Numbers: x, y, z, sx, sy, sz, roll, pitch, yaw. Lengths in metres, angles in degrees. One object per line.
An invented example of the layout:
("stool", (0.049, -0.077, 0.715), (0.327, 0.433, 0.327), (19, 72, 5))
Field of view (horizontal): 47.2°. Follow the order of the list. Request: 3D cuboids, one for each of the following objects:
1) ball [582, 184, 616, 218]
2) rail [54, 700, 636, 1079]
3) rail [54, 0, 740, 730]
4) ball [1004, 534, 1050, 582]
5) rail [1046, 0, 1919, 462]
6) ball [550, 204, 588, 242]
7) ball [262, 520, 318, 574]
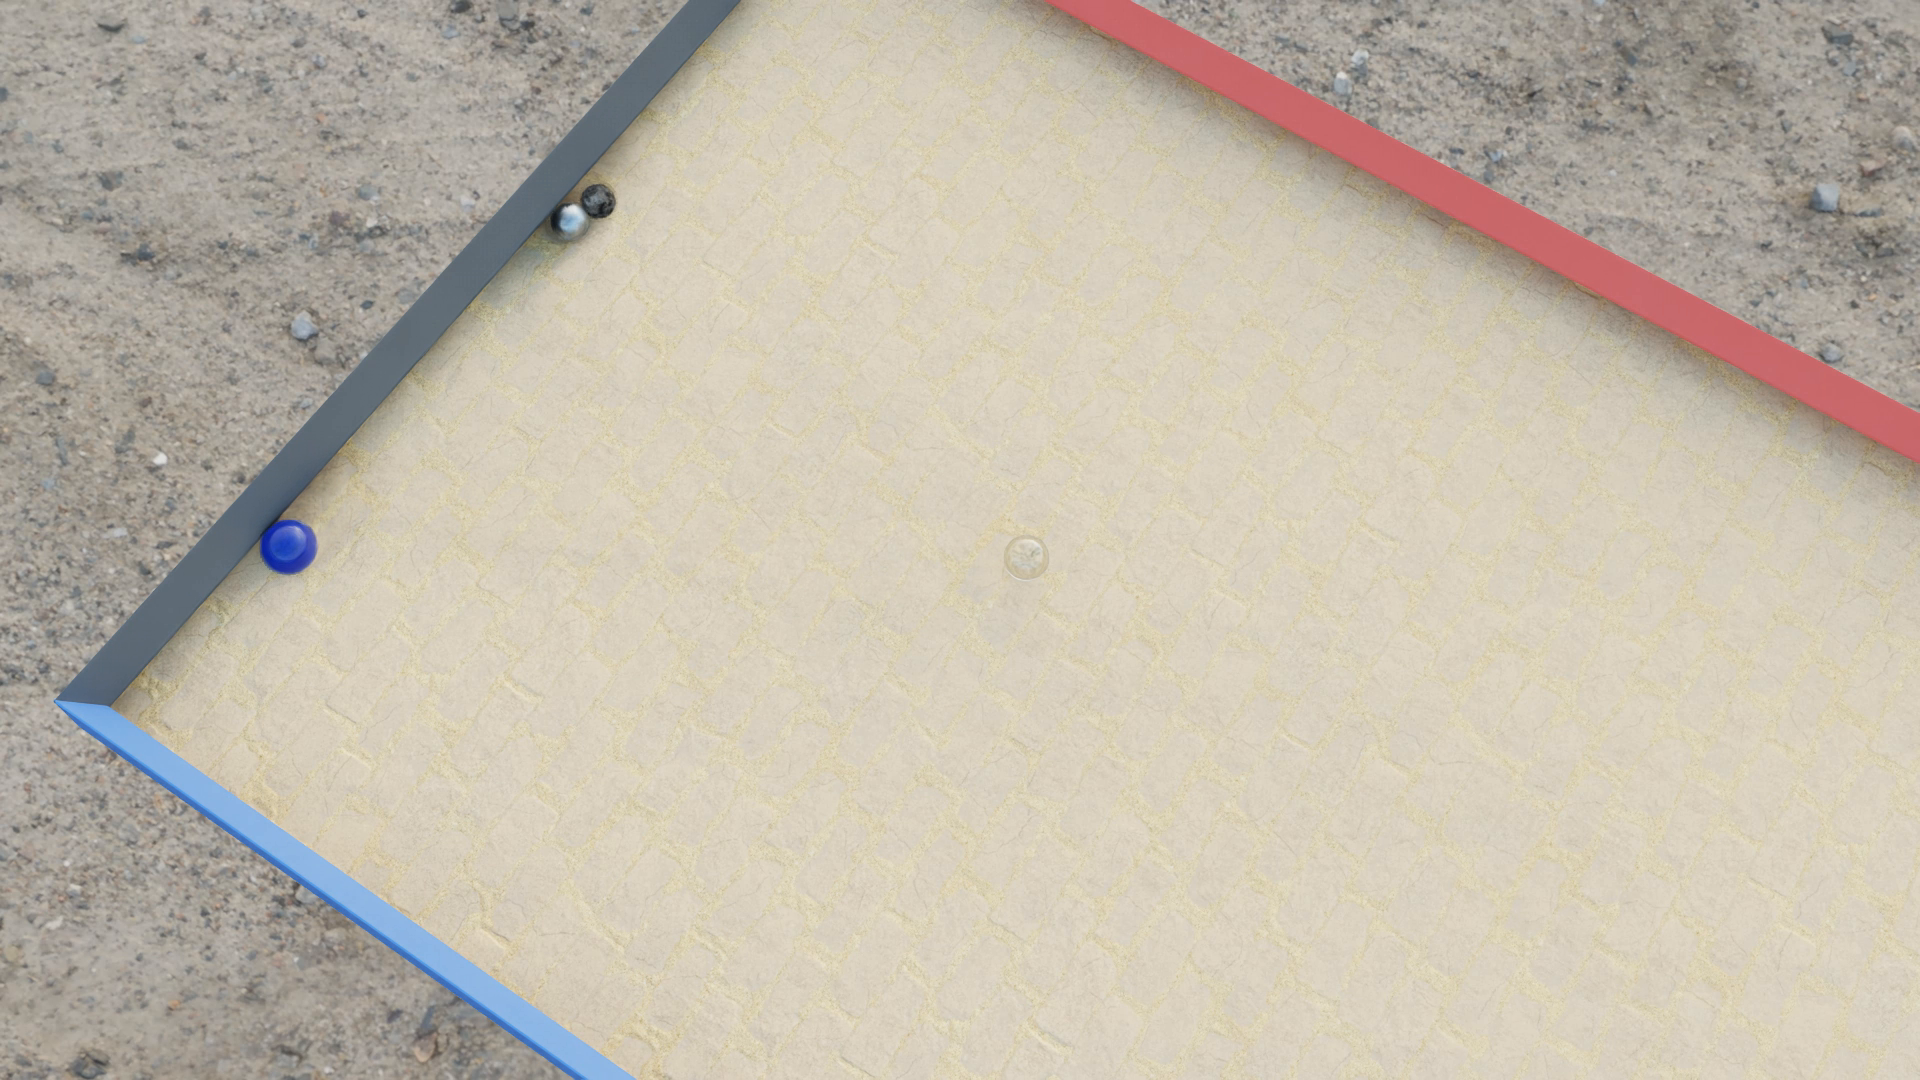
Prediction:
("ball", (-0.636, -0.596, 3.868), (0.060, 0.060, 0.060), (0, 65, 0))
("rail", (0.255, 1.243, 2.964), (3.933, 0.115, 0.045), (31, 68, 14))
("rail", (-0.797, -0.492, 3.787), (0.045, 0.115, 2.066), (31, 68, 14))
("ball", (0.108, 0.029, 3.563), (0.076, 0.076, 0.076), (0, 65, 0))
("rail", (1.379, -0.272, 3.683), (3.933, 0.115, 0.045), (31, 68, 14))
("ball", (-0.683, -0.556, 3.846), (0.066, 0.066, 0.066), (0, 65, 0))
("ball", (-1.086, 0.010, 3.565), (0.089, 0.089, 0.089), (0, 65, 0))
